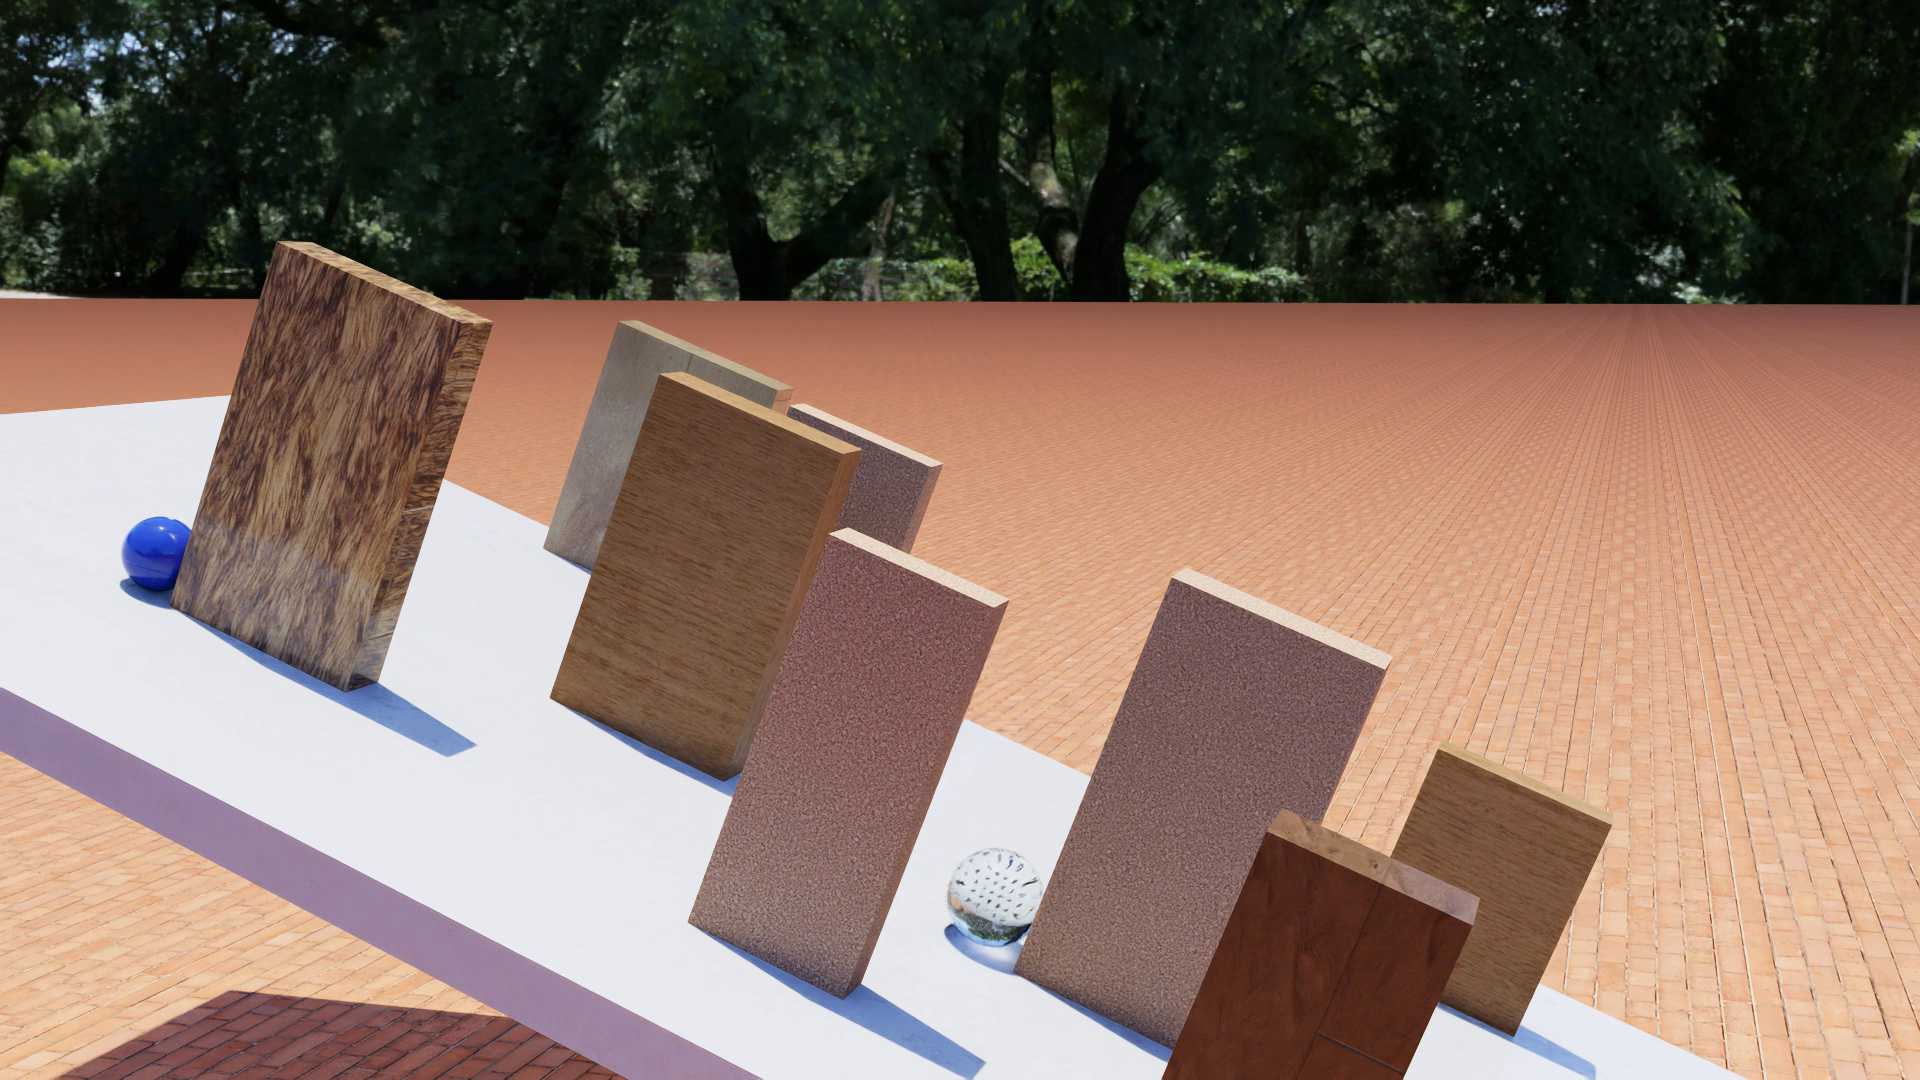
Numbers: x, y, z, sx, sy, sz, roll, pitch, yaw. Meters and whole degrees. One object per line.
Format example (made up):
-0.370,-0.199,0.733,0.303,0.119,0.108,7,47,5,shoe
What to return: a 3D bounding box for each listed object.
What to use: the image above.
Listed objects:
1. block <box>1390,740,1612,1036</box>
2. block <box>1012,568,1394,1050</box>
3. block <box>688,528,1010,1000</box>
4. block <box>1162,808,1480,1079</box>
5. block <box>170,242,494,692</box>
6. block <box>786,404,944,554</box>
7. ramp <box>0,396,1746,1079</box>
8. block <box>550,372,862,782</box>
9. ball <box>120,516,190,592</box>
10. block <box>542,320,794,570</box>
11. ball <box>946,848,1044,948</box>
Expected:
1.053,0.705,4.471,0.365,0.483,0.095,24,13,13,block
0.412,0.476,3.777,0.382,0.759,0.128,24,13,13,block
-0.182,0.356,3.496,0.287,0.689,0.088,24,13,13,block
0.477,0.733,3.151,0.303,0.607,0.139,24,13,13,block
-1.141,-0.133,3.974,0.392,0.711,0.108,24,13,13,block
-0.303,0.079,4.570,0.326,0.646,0.083,24,13,13,block
-0.317,0.570,4.201,4.000,0.100,2.000,24,13,13,ramp
-0.493,0.069,4.228,0.394,0.681,0.108,24,13,13,block
-1.483,0.026,4.080,0.140,0.140,0.140,0,7,0,ball
-0.687,-0.166,5.151,0.424,0.576,0.102,24,13,13,block
0.063,0.634,3.903,0.175,0.175,0.175,0,7,0,ball
